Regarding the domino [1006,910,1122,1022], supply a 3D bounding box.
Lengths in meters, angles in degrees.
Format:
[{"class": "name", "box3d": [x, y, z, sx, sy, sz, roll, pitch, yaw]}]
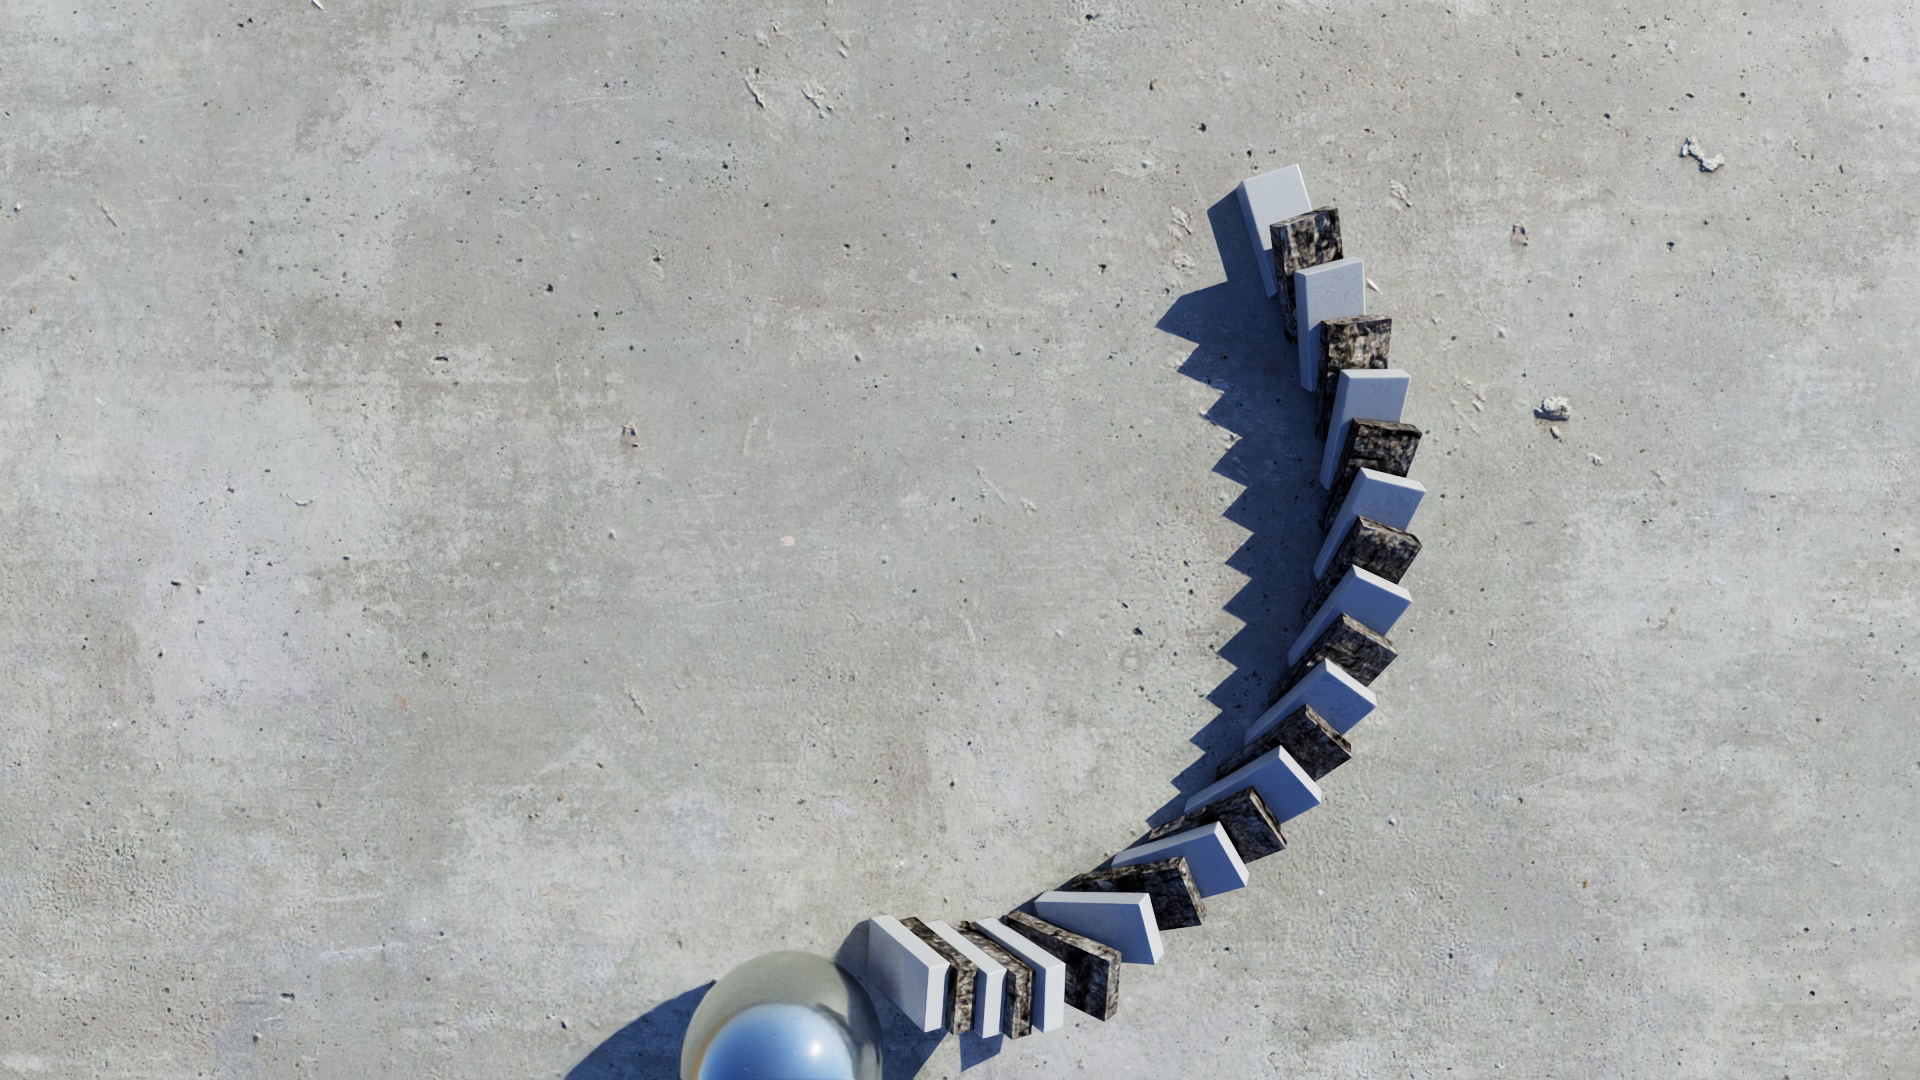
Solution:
[{"class": "domino", "box3d": [0.042, 0.175, 0.380, 0.050, 0.009, 0.025, 7, 95, 39]}]

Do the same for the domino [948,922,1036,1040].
[{"class": "domino", "box3d": [0.011, 0.179, 0.376, 0.009, 0.050, 0.025, 4, 90, -33]}]

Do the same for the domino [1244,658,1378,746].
[{"class": "domino", "box3d": [0.146, 0.075, 0.384, 0.025, 0.009, 0.050, 36, 119, 0]}]

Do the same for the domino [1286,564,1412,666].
[{"class": "domino", "box3d": [0.162, 0.037, 0.384, 0.025, 0.010, 0.050, 25, 119, 0]}]

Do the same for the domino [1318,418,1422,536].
[{"class": "domino", "box3d": [0.171, -0.025, 0.384, 0.025, 0.009, 0.050, 7, 119, 0]}]

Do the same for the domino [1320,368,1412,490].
[{"class": "domino", "box3d": [0.169, -0.046, 0.384, 0.025, 0.010, 0.050, -1, 119, 0]}]

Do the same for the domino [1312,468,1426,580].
[{"class": "domino", "box3d": [0.170, -0.004, 0.384, 0.025, 0.010, 0.050, 14, 119, 0]}]

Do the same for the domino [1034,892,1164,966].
[{"class": "domino", "box3d": [0.057, 0.161, 0.382, 0.050, 0.009, 0.025, -15, 90, 36]}]

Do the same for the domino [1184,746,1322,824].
[{"class": "domino", "box3d": [0.122, 0.109, 0.384, 0.025, 0.009, 0.050, 48, 119, 0]}]

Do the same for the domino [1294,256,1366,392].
[{"class": "domino", "box3d": [0.156, -0.090, 0.385, 0.025, 0.010, 0.050, -15, 116, -1]}]

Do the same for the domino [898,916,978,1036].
[{"class": "domino", "box3d": [-0.011, 0.178, 0.376, 0.010, 0.050, 0.025, 4, 90, -33]}]

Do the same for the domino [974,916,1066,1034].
[{"class": "domino", "box3d": [0.023, 0.177, 0.376, 0.009, 0.050, 0.025, 2, 90, -33]}]

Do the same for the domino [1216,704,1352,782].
[{"class": "domino", "box3d": [0.135, 0.093, 0.384, 0.025, 0.009, 0.050, 43, 119, 0]}]

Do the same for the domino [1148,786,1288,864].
[{"class": "domino", "box3d": [0.108, 0.125, 0.384, 0.050, 0.009, 0.025, -35, 90, 29]}]

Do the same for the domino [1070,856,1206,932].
[{"class": "domino", "box3d": [0.074, 0.150, 0.384, 0.050, 0.009, 0.025, -22, 90, 29]}]

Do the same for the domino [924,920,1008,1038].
[{"class": "domino", "box3d": [0.000, 0.179, 0.376, 0.010, 0.050, 0.025, 4, 90, -33]}]

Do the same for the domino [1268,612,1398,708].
[{"class": "domino", "box3d": [0.155, 0.057, 0.384, 0.025, 0.010, 0.050, 30, 119, 0]}]

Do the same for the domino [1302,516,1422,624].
[{"class": "domino", "box3d": [0.167, 0.017, 0.384, 0.025, 0.010, 0.050, 19, 119, 0]}]

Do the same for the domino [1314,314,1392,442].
[{"class": "domino", "box3d": [0.165, -0.068, 0.385, 0.025, 0.010, 0.050, -7, 116, 0]}]

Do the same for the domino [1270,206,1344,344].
[{"class": "domino", "box3d": [0.147, -0.111, 0.385, 0.025, 0.009, 0.050, -18, 116, 1]}]

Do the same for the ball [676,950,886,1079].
[{"class": "ball", "box3d": [-0.070, 0.205, 0.360, 0.080, 0.080, 0.080, 0, 90, 0]}]

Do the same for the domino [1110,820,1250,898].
[{"class": "domino", "box3d": [0.091, 0.138, 0.384, 0.050, 0.009, 0.025, -30, 90, 29]}]

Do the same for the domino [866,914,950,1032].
[{"class": "domino", "box3d": [-0.022, 0.176, 0.376, 0.009, 0.050, 0.025, 4, 90, -33]}]

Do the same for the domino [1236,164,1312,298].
[{"class": "domino", "box3d": [0.139, -0.133, 0.395, 0.025, 0.009, 0.050, -17, 90, 0]}]
